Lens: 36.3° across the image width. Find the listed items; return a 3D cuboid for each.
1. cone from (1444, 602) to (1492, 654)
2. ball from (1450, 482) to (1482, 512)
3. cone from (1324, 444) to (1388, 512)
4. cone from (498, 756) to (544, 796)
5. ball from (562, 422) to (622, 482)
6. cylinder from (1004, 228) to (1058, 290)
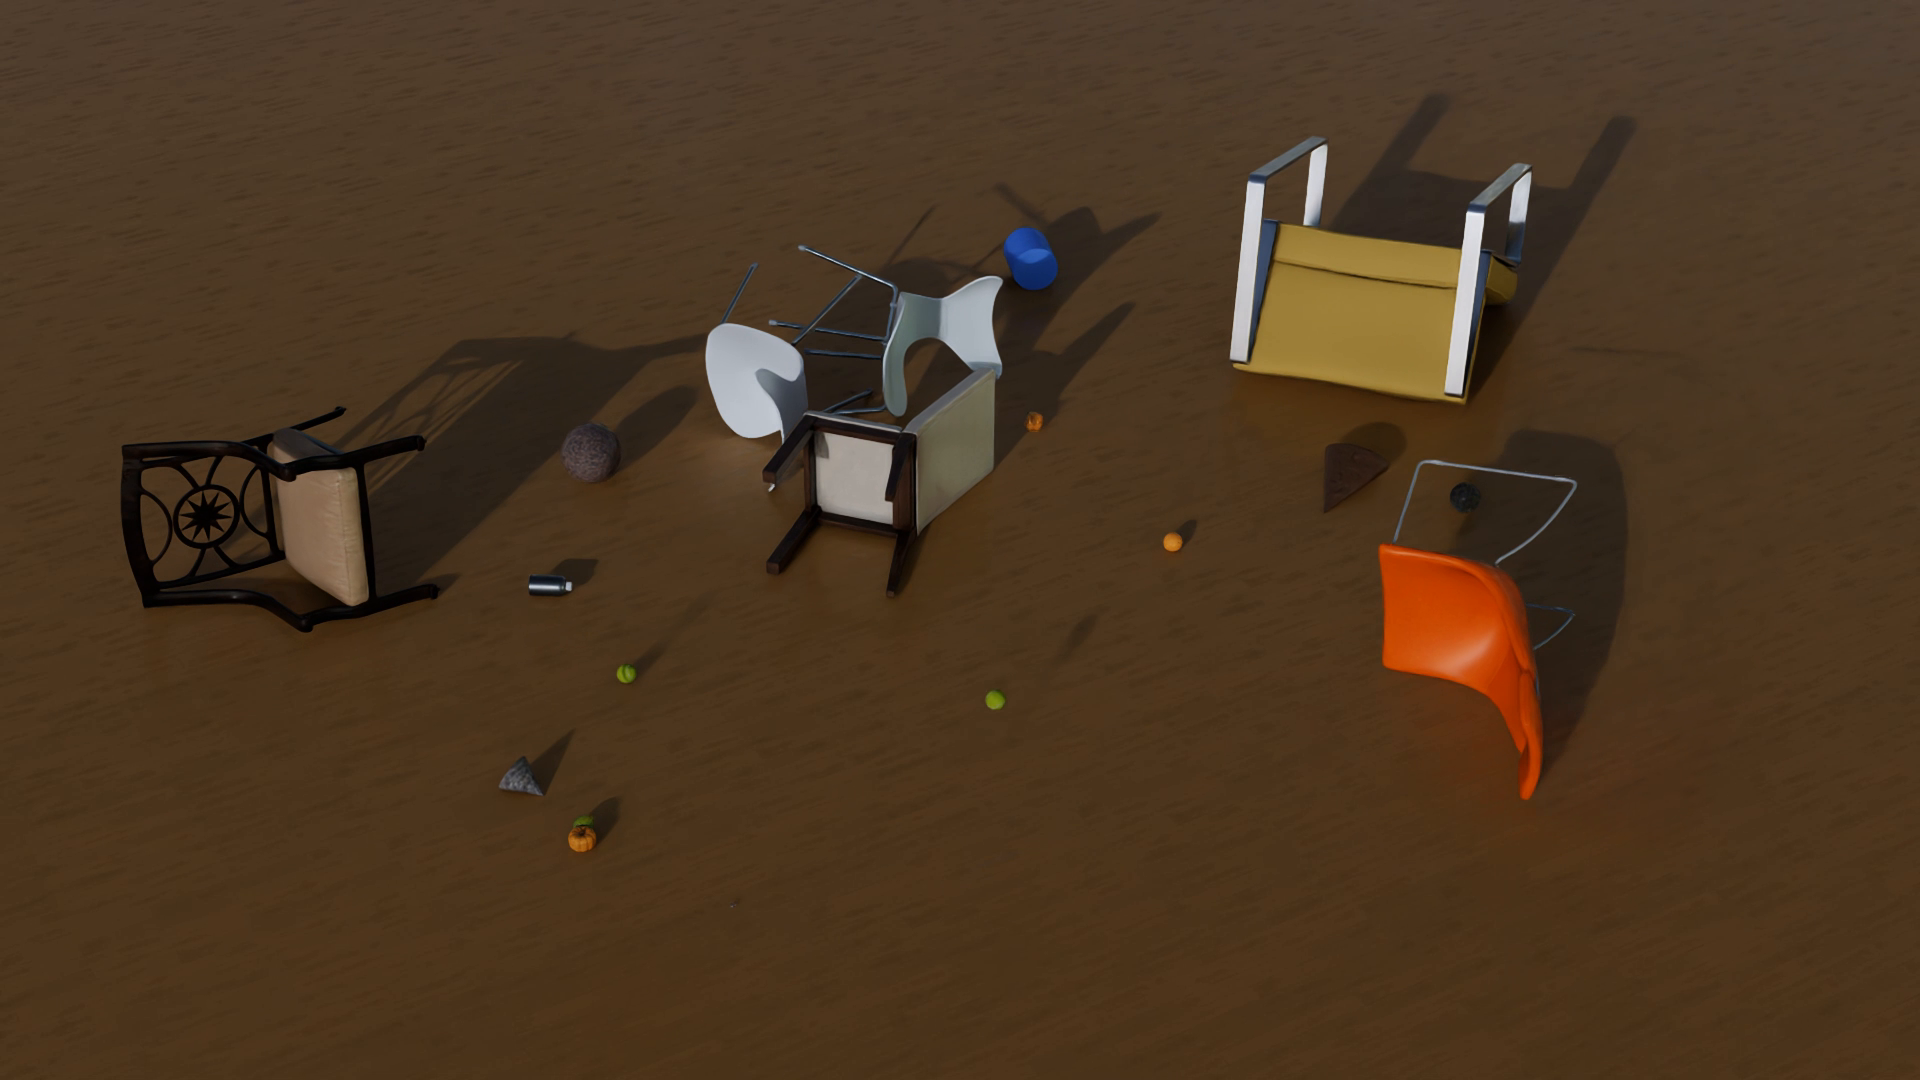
[{"bbox_3d":[1.773,0.333,10.370,0.177,0.171,0.169,12,62,19],"label":"cone"},{"bbox_3d":[1.911,-0.161,11.083,0.116,0.116,0.116,0,33,0],"label":"ball"},{"bbox_3d":[1.453,-0.207,11.199,0.260,0.132,0.337,16,48,22],"label":"cone"},{"bbox_3d":[-1.423,0.806,9.671,0.136,0.120,0.144,35,39,7],"label":"cone"},{"bbox_3d":[-1.414,-0.337,11.250,0.227,0.227,0.227,0,33,0],"label":"ball"},{"bbox_3d":[0.303,-1.209,12.596,0.196,0.204,0.201,-30,34,8],"label":"cylinder"}]
